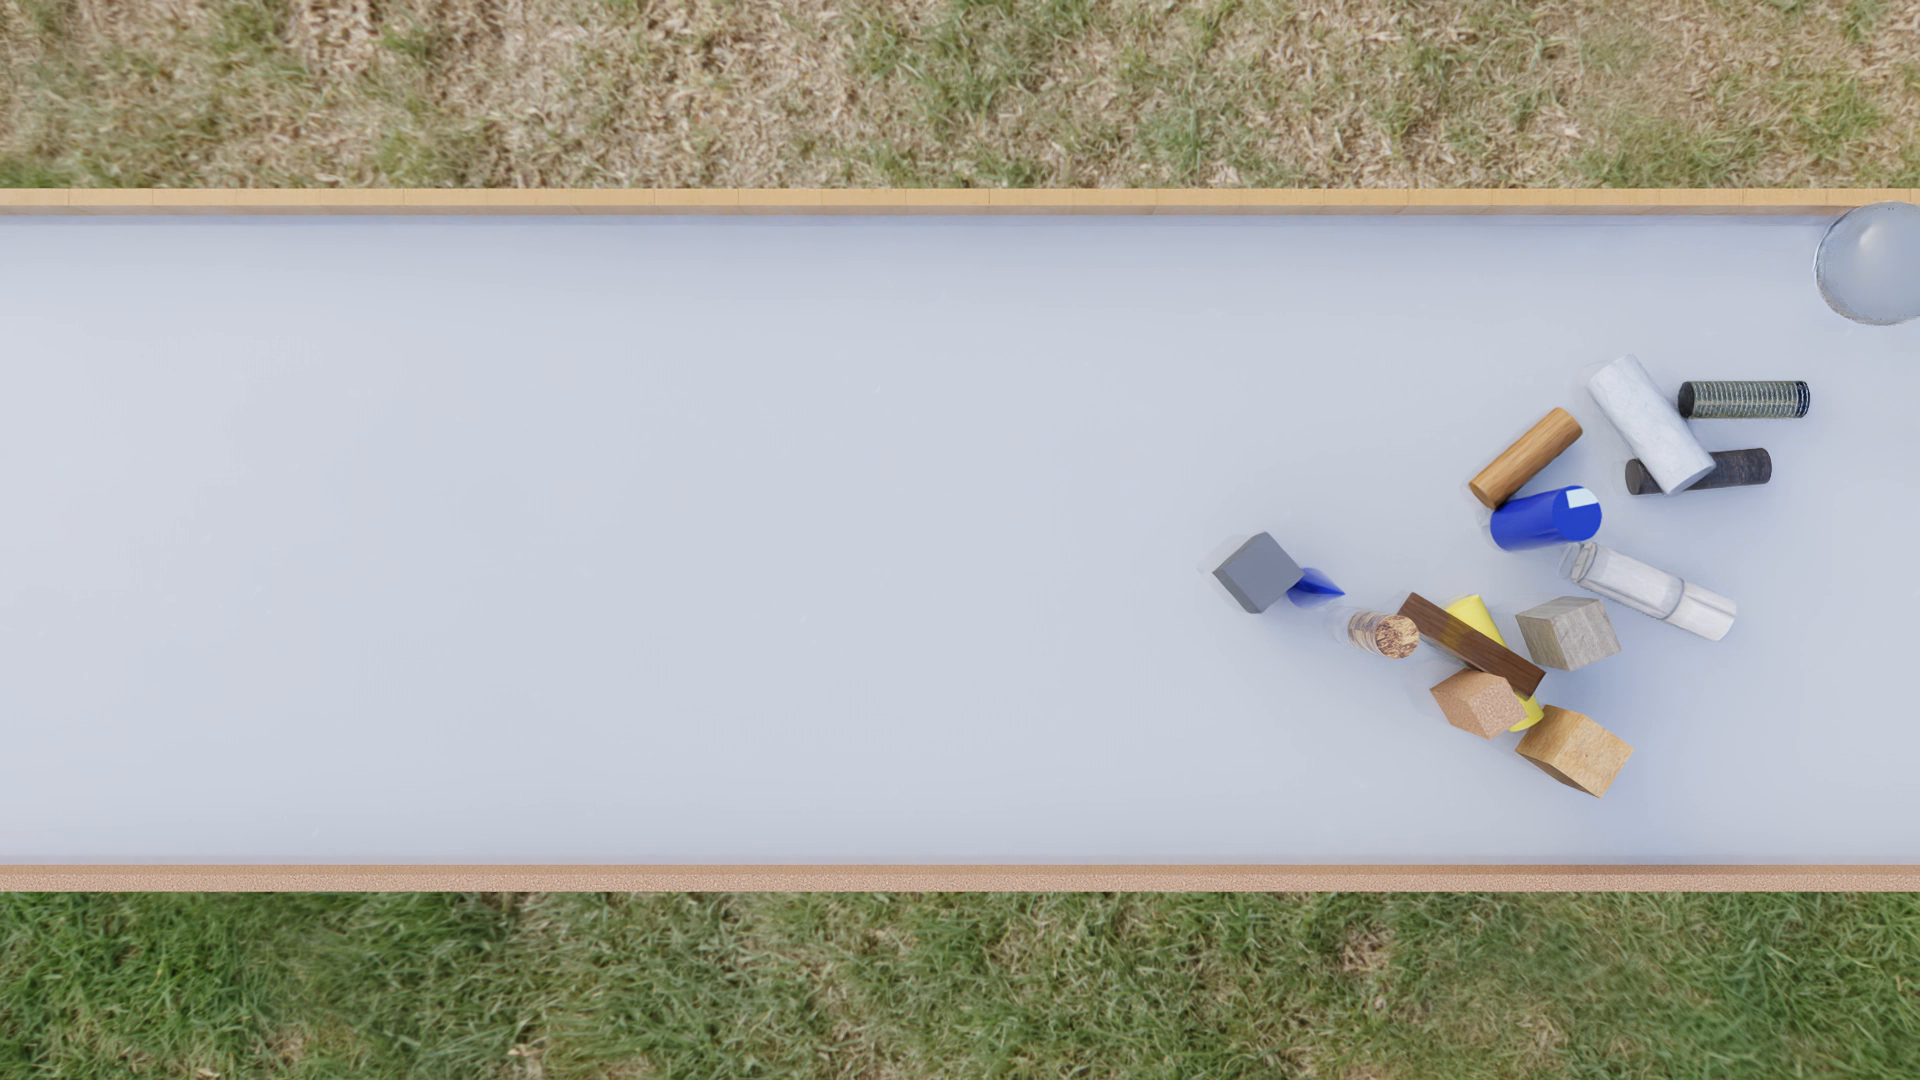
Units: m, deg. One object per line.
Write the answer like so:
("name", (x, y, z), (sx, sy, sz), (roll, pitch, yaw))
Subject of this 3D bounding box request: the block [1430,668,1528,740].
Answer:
("block", (1.533, 0.482, 4.889), (0.129, 0.375, 0.129), (-31, 90, 0))

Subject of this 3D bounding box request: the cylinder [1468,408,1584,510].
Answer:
("cylinder", (1.722, -0.247, 5.020), (0.350, 0.114, 0.114), (-41, 90, 0))

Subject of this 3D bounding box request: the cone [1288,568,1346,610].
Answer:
("cone", (1.080, 0.152, 4.855), (0.132, 0.438, 0.132), (0, 90, -2))

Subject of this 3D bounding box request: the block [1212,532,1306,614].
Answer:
("block", (0.887, 0.100, 4.921), (0.168, 0.301, 0.168), (-42, 86, 0))

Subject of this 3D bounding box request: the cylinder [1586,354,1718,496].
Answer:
("cylinder", (2.065, -0.344, 4.932), (0.163, 0.163, 0.409), (-29, 71, 0))

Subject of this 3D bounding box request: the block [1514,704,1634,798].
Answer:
("block", (1.827, 0.626, 4.918), (0.174, 0.317, 0.174), (35, 90, 0))

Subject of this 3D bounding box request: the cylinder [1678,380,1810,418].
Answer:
("cylinder", (2.384, -0.427, 5.019), (0.347, 0.115, 0.115), (0, 90, 0))

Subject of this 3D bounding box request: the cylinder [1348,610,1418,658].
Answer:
("cylinder", (1.255, 0.278, 4.906), (0.126, 0.341, 0.126), (0, 90, 0))

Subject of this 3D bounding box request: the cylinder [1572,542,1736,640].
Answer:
("cylinder", (2.106, 0.155, 5.010), (0.460, 0.134, 0.134), (23, 90, 0))

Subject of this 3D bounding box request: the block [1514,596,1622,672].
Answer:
("block", (1.812, 0.276, 4.924), (0.161, 0.305, 0.161), (-22, 90, 0))

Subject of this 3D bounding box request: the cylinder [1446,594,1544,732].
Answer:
("cylinder", (1.626, 0.374, 5.020), (0.114, 0.114, 0.413), (-29, 90, 0))

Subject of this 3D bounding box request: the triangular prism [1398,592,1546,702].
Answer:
("triangular prism", (1.514, 0.333, 4.941), (0.451, 0.098, 0.114), (33, 119, 17))

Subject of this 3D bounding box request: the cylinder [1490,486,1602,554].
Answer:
("cylinder", (1.734, -0.058, 4.897), (0.162, 0.327, 0.162), (2, 83, -14))

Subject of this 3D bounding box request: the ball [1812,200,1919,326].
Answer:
("ball", (2.736, -0.820, 4.893), (0.367, 0.367, 0.367), (0, 90, 0))

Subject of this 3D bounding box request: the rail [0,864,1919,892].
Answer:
("rail", (-2.247, 1.025, 5.001), (12.000, 0.150, 0.050), (0, 90, 0))

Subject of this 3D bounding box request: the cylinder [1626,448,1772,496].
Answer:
("cylinder", (2.246, -0.208, 5.021), (0.398, 0.111, 0.111), (-5, 90, 0))

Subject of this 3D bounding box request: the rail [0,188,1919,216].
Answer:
("rail", (-2.247, -1.025, 5.002), (12.000, 0.150, 0.050), (0, 90, 0))
